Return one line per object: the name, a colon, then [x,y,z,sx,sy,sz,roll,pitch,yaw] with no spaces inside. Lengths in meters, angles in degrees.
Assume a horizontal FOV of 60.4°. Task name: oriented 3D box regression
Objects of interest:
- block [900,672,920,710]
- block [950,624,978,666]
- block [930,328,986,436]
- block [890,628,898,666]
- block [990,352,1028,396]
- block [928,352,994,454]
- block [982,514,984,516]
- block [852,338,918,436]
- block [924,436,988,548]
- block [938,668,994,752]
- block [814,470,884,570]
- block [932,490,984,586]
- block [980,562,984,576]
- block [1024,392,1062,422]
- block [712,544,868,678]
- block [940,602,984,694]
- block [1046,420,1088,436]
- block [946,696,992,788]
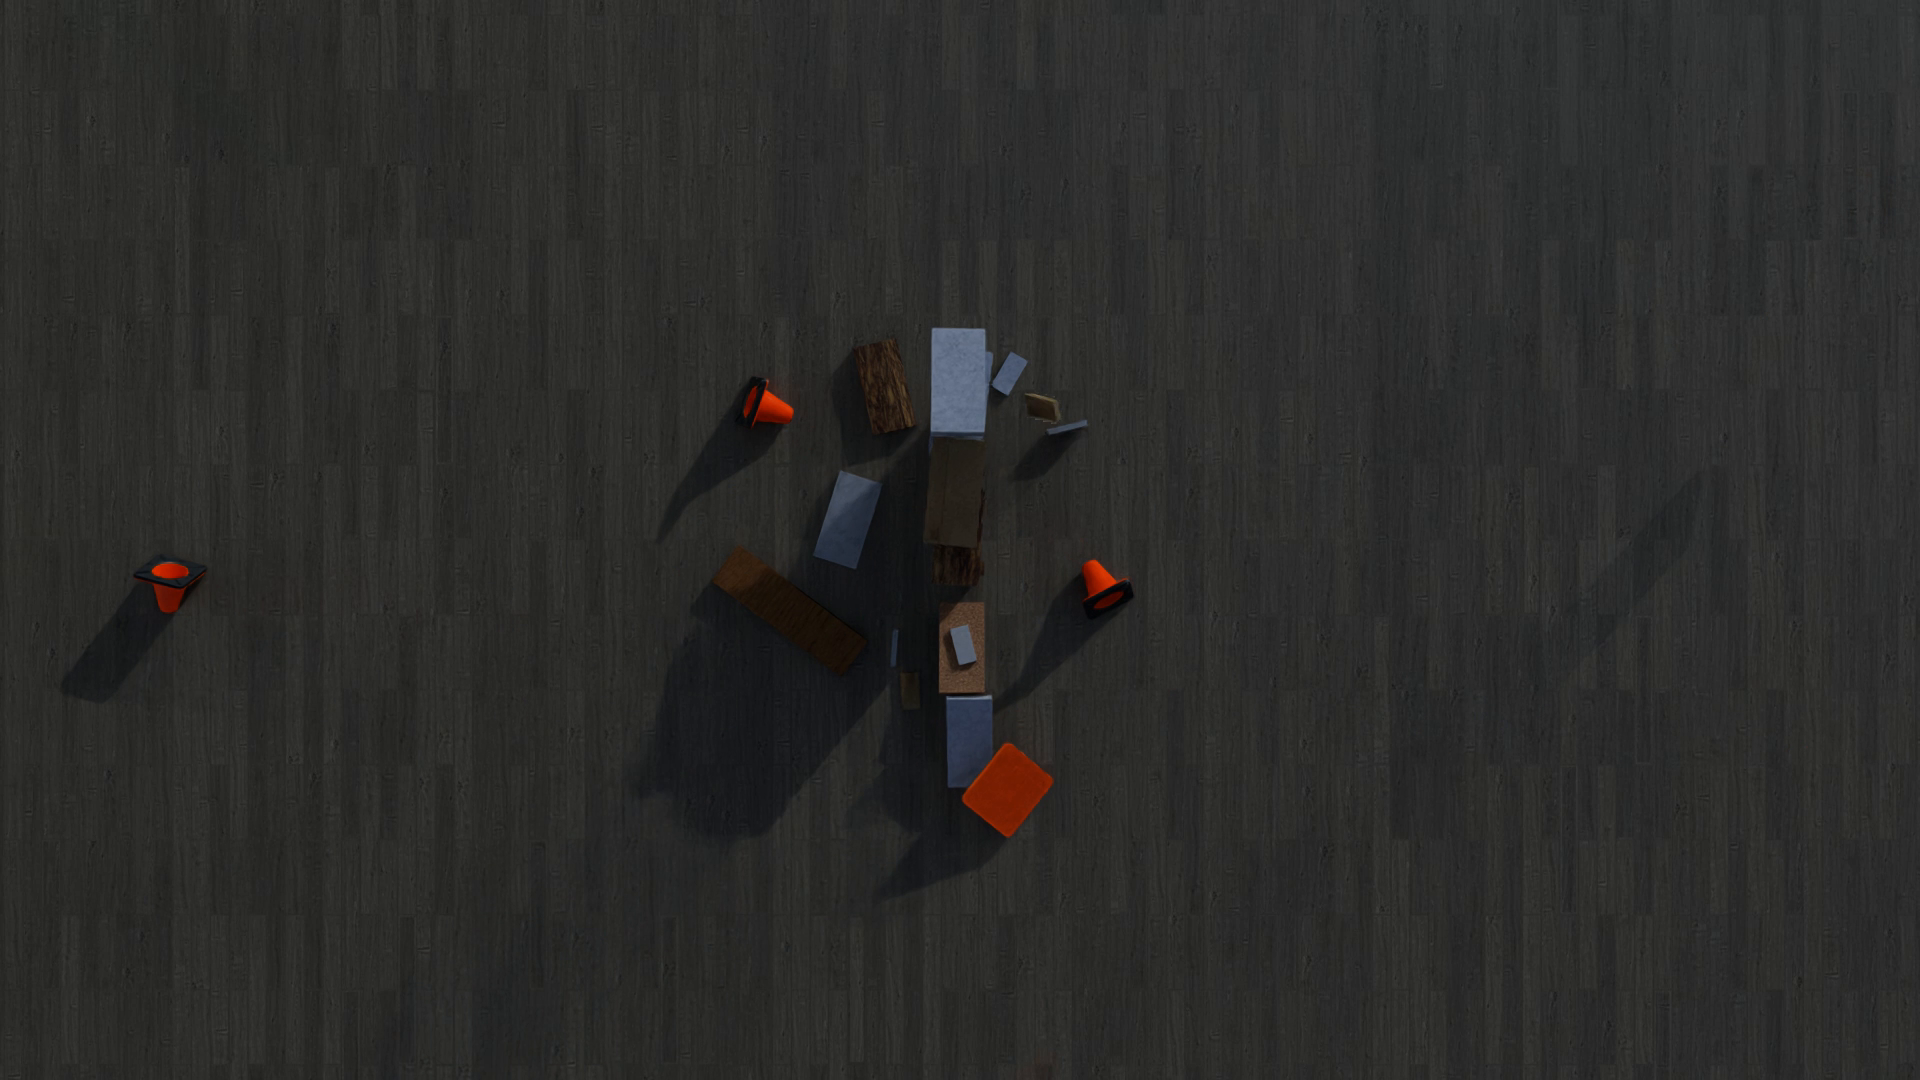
block: [-0.165,0.502,5.491,0.061,0.017,0.122,-4,90,0]
block: [0.011,0.346,5.420,0.061,0.017,0.122,-14,79,-2]
block: [-0.006,-0.486,5.082,0.166,0.047,0.331,1,78,-2]
block: [-0.217,0.357,5.469,0.017,0.061,0.122,5,90,0]
block: [0.164,-0.554,5.491,0.067,0.019,0.133,31,90,0]
block: [0.002,-0.427,5.152,0.166,0.047,0.331,7,89,1]
block: [0.002,-0.108,5.350,0.149,0.299,0.042,4,90,0]
block: [-0.249,-0.507,5.479,0.148,0.042,0.296,-13,90,0]
block: [-0.015,-0.150,5.113,0.166,0.047,0.331,6,97,2]
block: [0.022,0.565,5.479,0.149,0.042,0.299,-7,90,0]
block: [-0.371,-0.066,5.479,0.148,0.042,0.296,18,90,0]
block: [-0.007,-0.009,5.180,0.149,0.042,0.299,3,90,0]
block: [0.002,0.090,5.351,0.149,0.299,0.042,1,90,0]
block: [0.257,-0.414,5.133,0.019,0.133,0.067,-31,122,-31]
block: [-0.564,0.235,5.479,0.534,0.042,0.148,37,90,0]
block: [0.007,0.357,5.448,0.149,0.042,0.299,0,79,1]
block: [0.354,-0.371,5.467,0.133,0.067,0.019,-14,90,0]
block: [0.032,0.663,5.428,0.149,0.042,0.299,-1,100,-1]
